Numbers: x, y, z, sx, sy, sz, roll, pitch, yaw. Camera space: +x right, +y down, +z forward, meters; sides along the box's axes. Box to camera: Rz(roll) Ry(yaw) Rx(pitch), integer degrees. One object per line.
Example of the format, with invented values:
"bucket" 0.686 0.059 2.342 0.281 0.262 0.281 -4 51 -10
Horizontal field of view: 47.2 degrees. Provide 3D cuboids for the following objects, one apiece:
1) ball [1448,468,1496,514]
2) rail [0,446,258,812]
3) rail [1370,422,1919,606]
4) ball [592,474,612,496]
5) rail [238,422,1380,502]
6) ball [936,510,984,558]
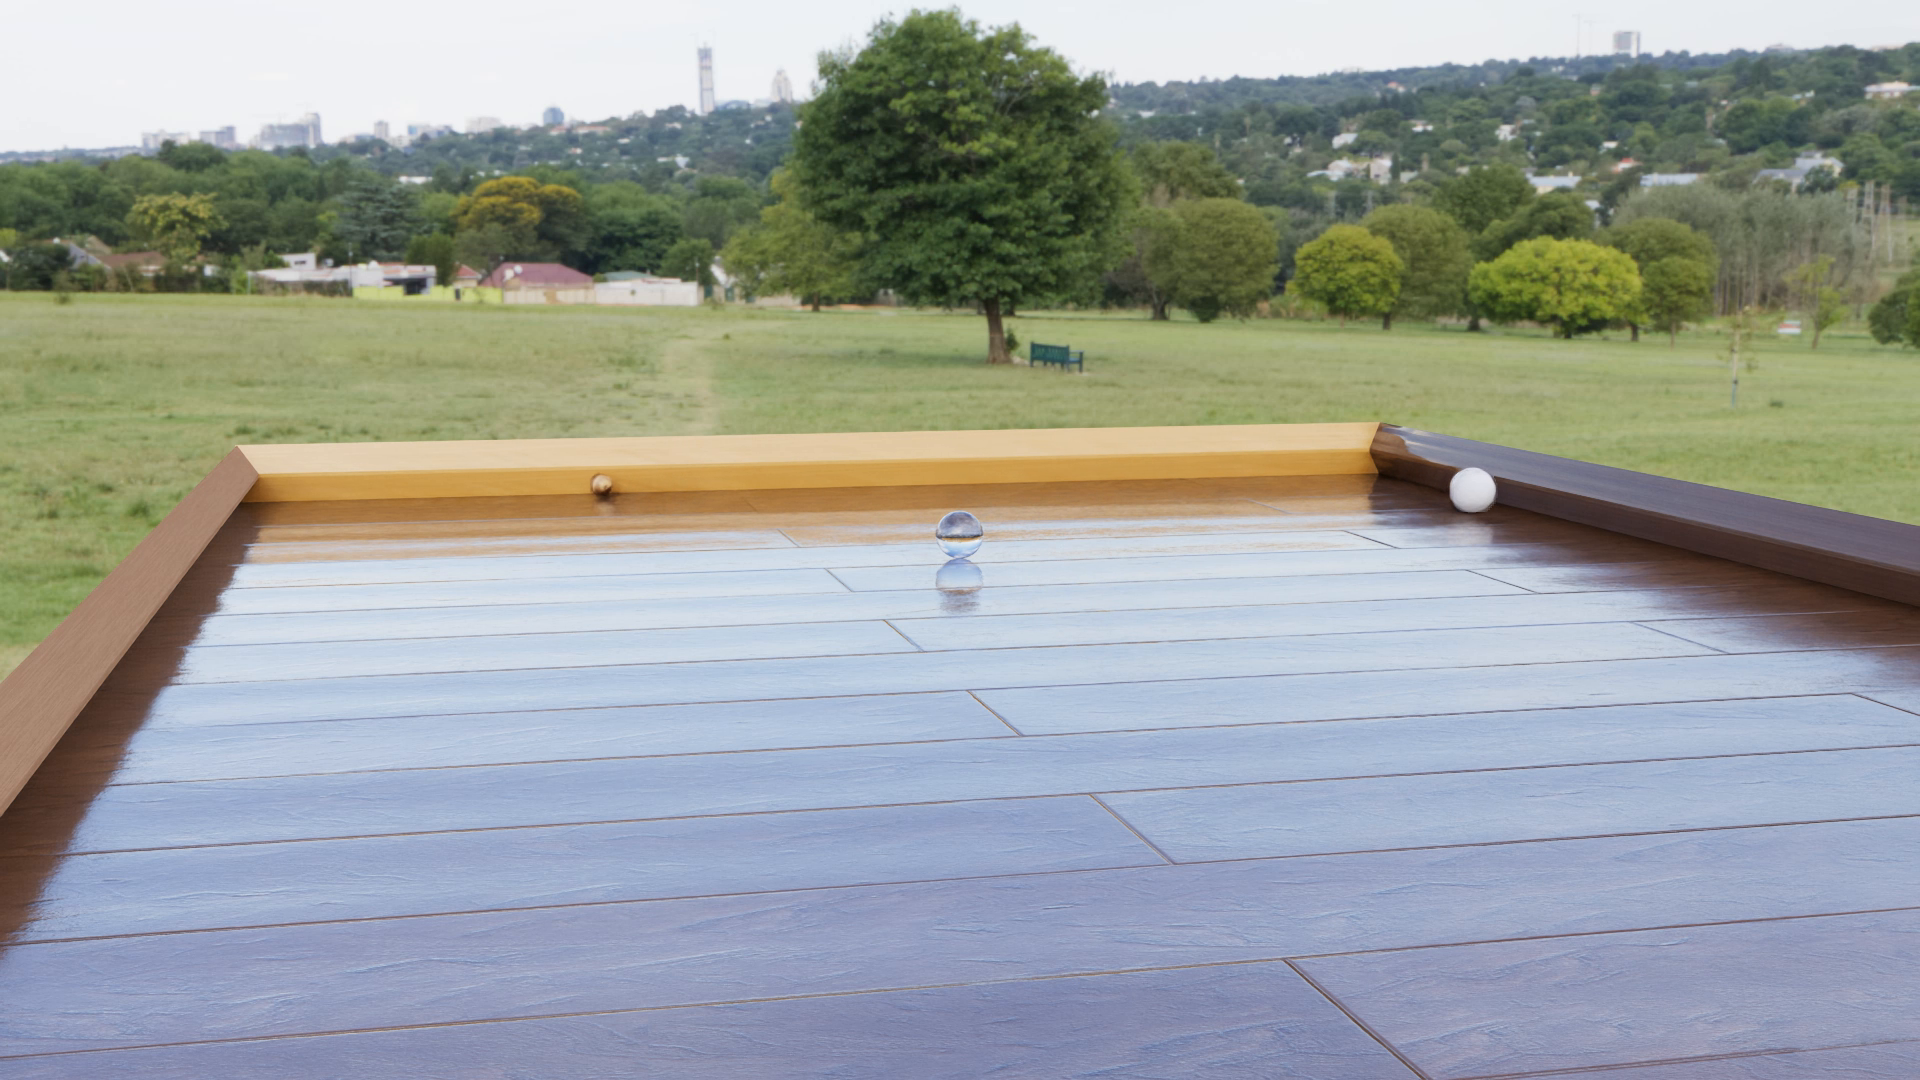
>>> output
"ball" 0.993 -0.096 4.263 0.088 0.088 0.088 0 8 0
"rail" -0.930 0.155 2.310 0.045 0.114 4.408 -2 8 -13
"rail" 1.434 0.080 2.860 0.045 0.114 4.408 -2 8 -13
"ball" -0.741 -0.114 4.553 0.045 0.045 0.045 0 8 0
"rail" -0.246 -0.168 4.689 2.476 0.114 0.045 -2 8 -13
"ball" -0.001 -0.009 3.653 0.079 0.079 0.079 0 8 0
